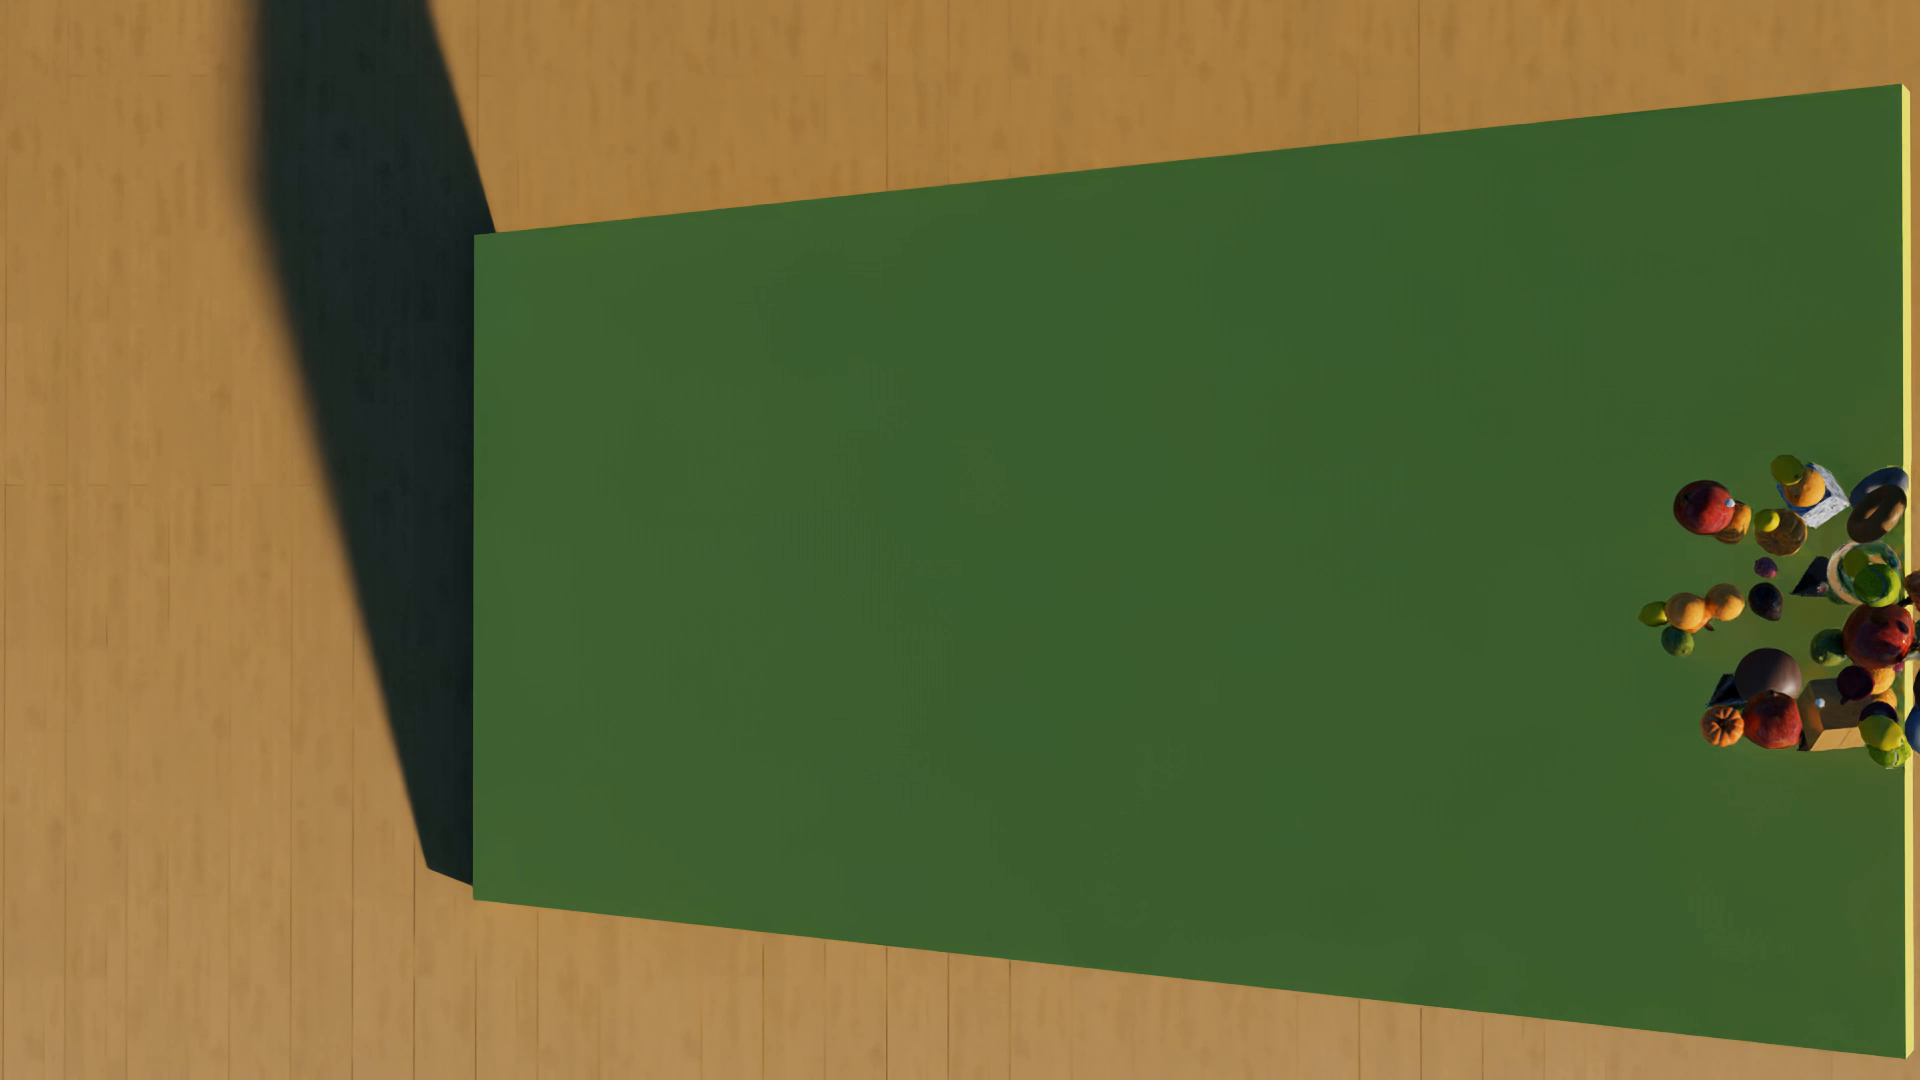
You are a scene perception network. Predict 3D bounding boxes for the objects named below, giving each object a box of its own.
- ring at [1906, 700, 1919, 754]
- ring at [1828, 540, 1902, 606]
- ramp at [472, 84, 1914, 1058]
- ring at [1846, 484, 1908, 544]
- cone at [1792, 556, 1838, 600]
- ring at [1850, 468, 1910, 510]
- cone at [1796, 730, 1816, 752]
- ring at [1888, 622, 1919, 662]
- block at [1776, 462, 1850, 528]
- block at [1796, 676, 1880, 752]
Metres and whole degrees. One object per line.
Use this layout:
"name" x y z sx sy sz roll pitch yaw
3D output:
"ring" 1.615 0.303 3.628 0.118 0.039 0.118 -5 113 -13
"ring" 1.599 0.056 3.889 0.123 0.041 0.123 3 104 11
"ramp" 0.262 0.072 5.605 4.000 0.100 2.000 0 89 32
"ring" 1.568 -0.045 3.762 0.039 0.117 0.117 38 90 -5
"cone" 1.737 0.094 4.497 0.094 0.094 0.094 -21 89 -16
"ring" 1.610 -0.086 3.852 0.107 0.107 0.036 -40 101 0
"cone" 1.564 0.376 4.058 0.061 0.061 0.061 13 52 -17
"ring" 1.873 0.195 4.279 0.132 0.132 0.044 -14 64 0
"block" 1.686 -0.088 4.346 0.083 0.083 0.083 -41 52 31
"block" 1.541 0.305 3.864 0.095 0.095 0.095 -6 62 2
